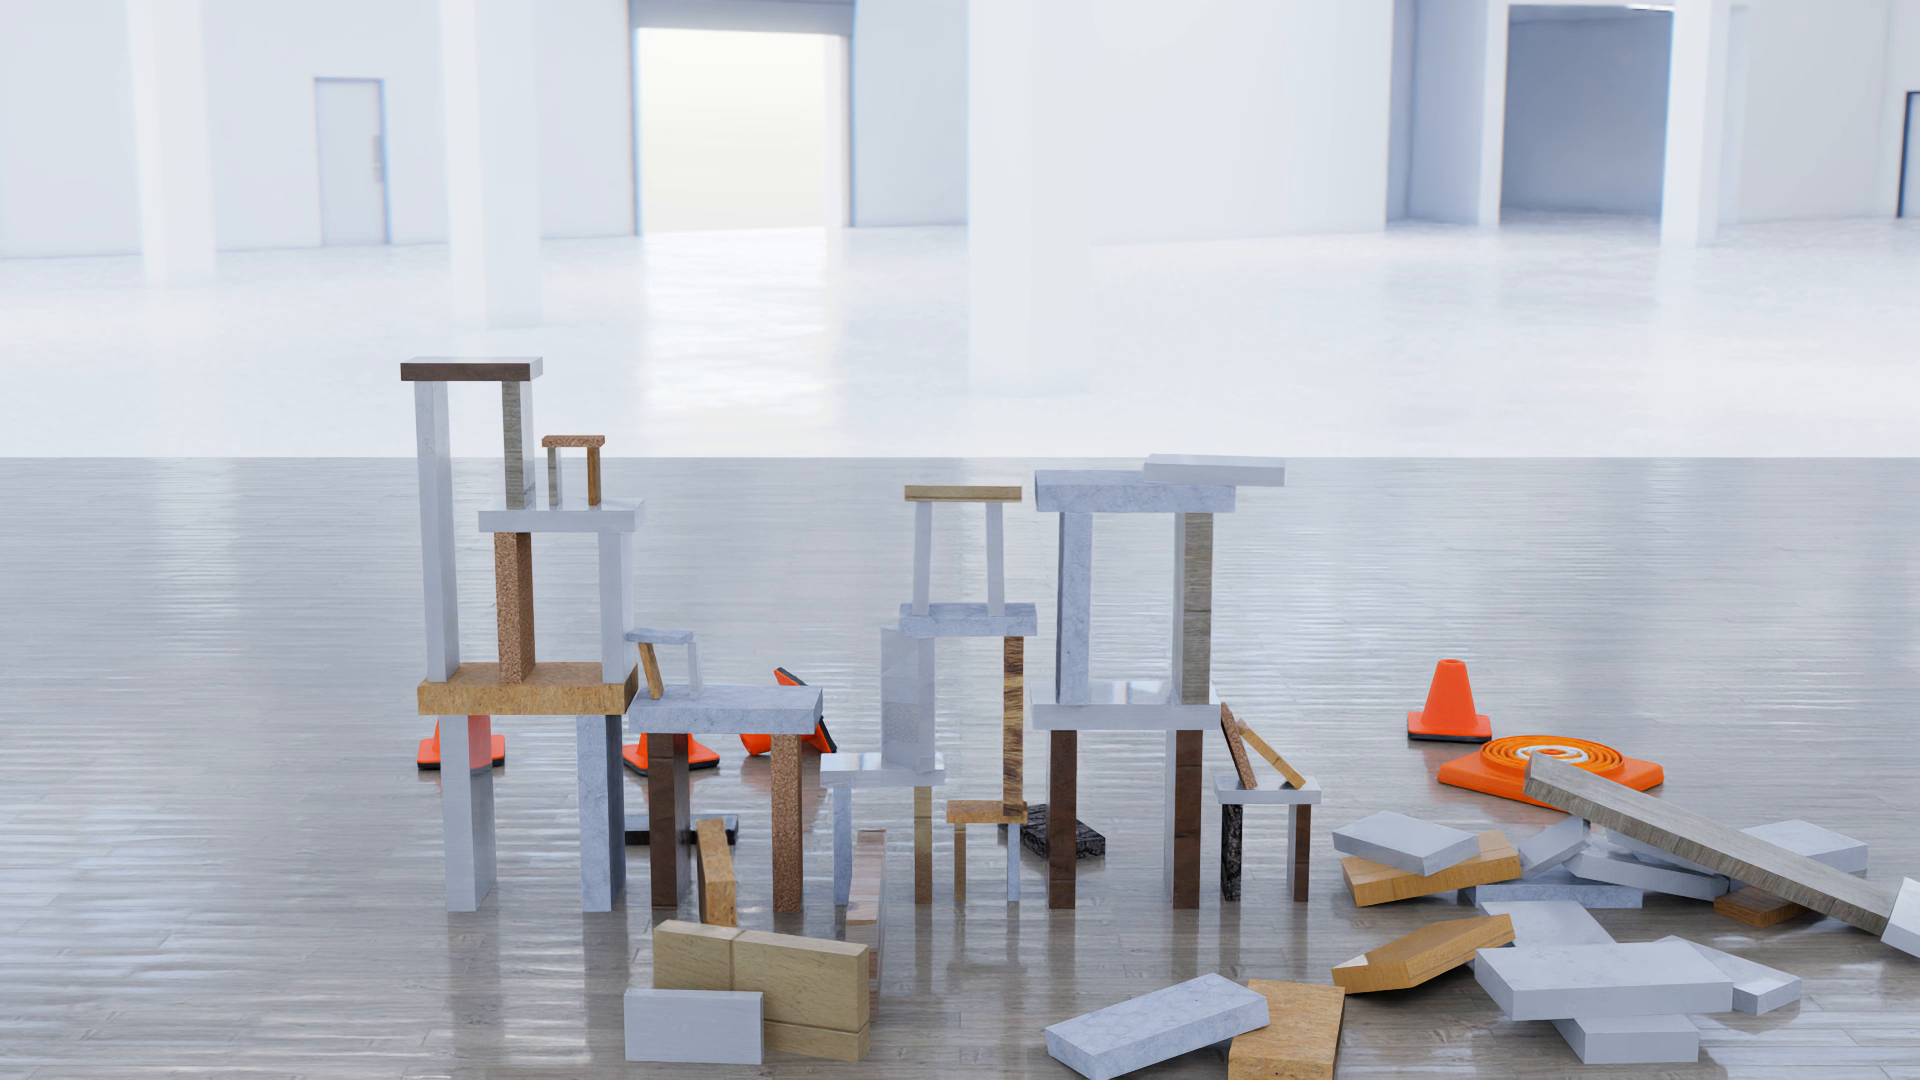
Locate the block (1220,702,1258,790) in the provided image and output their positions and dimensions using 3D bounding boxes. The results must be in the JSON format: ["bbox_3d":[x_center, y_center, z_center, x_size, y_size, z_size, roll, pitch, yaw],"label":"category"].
[{"bbox_3d":[0.453,0.338,3.616,0.019,0.134,0.067,-20,11,0],"label":"block"}]

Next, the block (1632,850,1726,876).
[{"bbox_3d":[1.188,0.510,3.649,0.178,0.025,0.089,11,22,-16],"label":"block"}]

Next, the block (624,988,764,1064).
[{"bbox_3d":[-0.364,0.665,3.008,0.187,0.094,0.027,1,11,4],"label":"block"}]

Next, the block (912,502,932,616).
[{"bbox_3d":[-0.061,0.022,3.565,0.026,0.186,0.093,2,10,-1],"label":"block"}]

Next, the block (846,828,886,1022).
[{"bbox_3d":[-0.140,0.575,3.331,0.043,0.153,0.418,0,11,0],"label":"block"}]

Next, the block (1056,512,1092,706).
[{"bbox_3d":[0.185,0.097,3.575,0.044,0.312,0.156,1,11,0],"label":"block"}]

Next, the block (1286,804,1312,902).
[{"bbox_3d":[0.563,0.507,3.657,0.024,0.167,0.084,0,11,0],"label":"block"}]

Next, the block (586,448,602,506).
[{"bbox_3d":[-0.590,-0.106,3.544,0.013,0.095,0.047,0,11,0],"label":"block"}]

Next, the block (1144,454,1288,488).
[{"bbox_3d":[0.410,-0.112,3.520,0.221,0.031,0.111,2,11,10],"label":"block"}]

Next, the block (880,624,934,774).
[{"bbox_3d":[-0.086,0.258,3.589,0.031,0.222,0.111,-7,13,-34],"label":"block"}]

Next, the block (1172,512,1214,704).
[{"bbox_3d":[0.378,0.097,3.579,0.044,0.312,0.156,0,11,-1],"label":"block"}]

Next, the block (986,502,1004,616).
[{"bbox_3d":[0.057,0.022,3.566,0.026,0.186,0.093,-1,11,0],"label":"block"}]

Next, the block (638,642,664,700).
[{"bbox_3d":[-0.505,0.208,3.594,0.014,0.095,0.048,-12,10,3],"label":"block"}]

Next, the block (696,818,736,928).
[{"bbox_3d":[-0.380,0.555,3.433,0.043,0.153,0.307,-2,11,-9],"label":"block"}]

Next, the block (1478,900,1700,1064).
[{"bbox_3d":[0.918,0.645,3.253,0.158,0.045,0.518,0,11,-3],"label":"block"}]

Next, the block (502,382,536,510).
[{"bbox_3d":[-0.707,-0.159,3.527,0.029,0.204,0.102,0,11,-1],"label":"block"}]

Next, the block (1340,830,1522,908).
[{"bbox_3d":[0.781,0.545,3.660,0.272,0.039,0.136,-11,10,3],"label":"block"}]

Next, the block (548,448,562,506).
[{"bbox_3d":[-0.653,-0.106,3.544,0.013,0.095,0.047,0,11,0],"label":"block"}]

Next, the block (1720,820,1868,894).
[{"bbox_3d":[1.387,0.545,3.789,0.315,0.045,0.157,-5,12,-25],"label":"block"}]

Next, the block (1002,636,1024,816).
[{"bbox_3d":[0.087,0.292,3.616,0.031,0.300,0.111,0,11,1],"label":"block"}]

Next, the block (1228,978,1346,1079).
[{"bbox_3d":[0.457,0.684,3.054,0.137,0.039,0.275,2,11,13],"label":"block"}]

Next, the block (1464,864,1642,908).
[{"bbox_3d":[0.981,0.571,3.665,0.272,0.039,0.136,0,11,1],"label":"block"}]

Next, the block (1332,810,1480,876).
[{"bbox_3d":[0.747,0.508,3.697,0.118,0.033,0.236,-17,11,-26],"label":"block"}]

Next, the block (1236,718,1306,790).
[{"bbox_3d":[0.509,0.351,3.616,0.134,0.019,0.067,43,5,-10],"label":"block"}]

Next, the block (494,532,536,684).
[{"bbox_3d":[-0.723,0.098,3.574,0.035,0.247,0.124,0,11,0],"label":"block"}]

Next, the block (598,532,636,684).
[{"bbox_3d":[-0.557,0.098,3.574,0.035,0.248,0.124,0,11,0],"label":"block"}]

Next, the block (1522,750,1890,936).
[{"bbox_3d":[1.205,0.488,3.566,0.593,0.033,0.118,22,21,9],"label":"block"}]

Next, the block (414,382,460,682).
[{"bbox_3d":[-0.844,-0.020,3.553,0.029,0.487,0.102,0,11,0],"label":"block"}]

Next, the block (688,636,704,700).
[{"bbox_3d":[-0.433,0.208,3.594,0.014,0.095,0.048,-1,10,2],"label":"block"}]

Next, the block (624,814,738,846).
[{"bbox_3d":[-0.513,0.522,3.964,0.219,0.027,0.094,0,11,-1],"label":"block"}]

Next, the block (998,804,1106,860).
[{"bbox_3d":[0.162,0.523,3.942,0.111,0.031,0.221,-4,11,-22],"label":"block"}]

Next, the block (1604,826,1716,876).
[{"bbox_3d":[1.143,0.490,3.594,0.178,0.025,0.089,18,21,0],"label":"block"}]

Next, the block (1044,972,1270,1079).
[{"bbox_3d":[0.271,0.667,3.021,0.275,0.039,0.137,-12,9,-24],"label":"block"}]
